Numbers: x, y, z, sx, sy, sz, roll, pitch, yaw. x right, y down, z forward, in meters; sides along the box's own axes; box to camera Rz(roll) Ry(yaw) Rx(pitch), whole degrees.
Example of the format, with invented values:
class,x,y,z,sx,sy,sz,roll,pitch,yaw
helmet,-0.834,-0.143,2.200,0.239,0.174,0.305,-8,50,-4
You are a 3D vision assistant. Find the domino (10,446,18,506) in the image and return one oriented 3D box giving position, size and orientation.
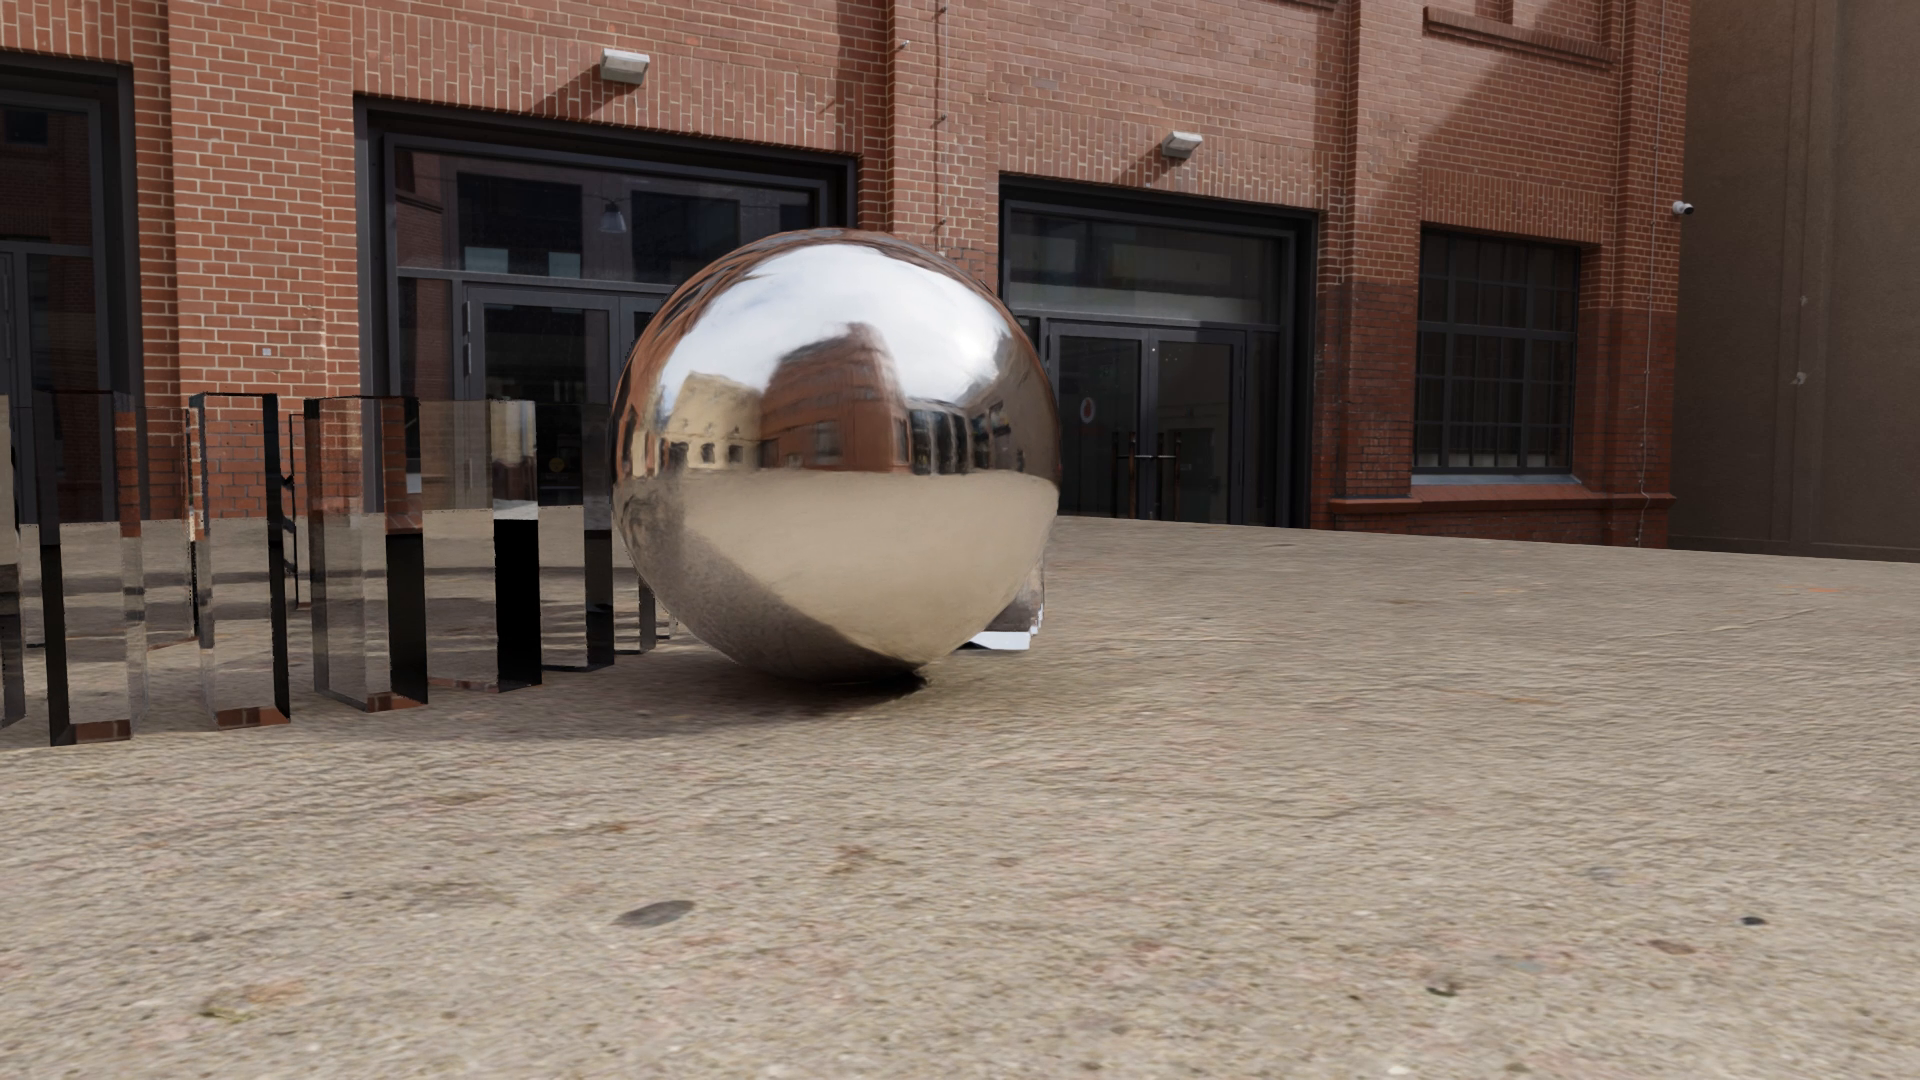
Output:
class,x,y,z,sx,sy,sz,roll,pitch,yaw
domino,-0.264,-0.007,0.370,0.025,0.050,0.010,3,47,36

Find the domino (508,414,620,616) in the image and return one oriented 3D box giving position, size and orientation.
class,x,y,z,sx,sy,sz,roll,pitch,yaw
domino,-0.101,-0.007,0.330,0.009,0.050,0.025,4,6,42

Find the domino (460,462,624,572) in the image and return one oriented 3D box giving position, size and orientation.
class,x,y,z,sx,sy,sz,roll,pitch,yaw
domino,-0.142,-0.008,0.438,0.050,0.010,0.025,35,8,4

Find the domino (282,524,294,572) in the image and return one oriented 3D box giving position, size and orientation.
class,x,y,z,sx,sy,sz,roll,pitch,yaw
domino,-0.229,-0.008,0.412,0.050,0.009,0.025,41,-12,-20

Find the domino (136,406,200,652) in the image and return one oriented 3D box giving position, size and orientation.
class,x,y,z,sx,sy,sz,roll,pitch,yaw
domino,-0.171,-0.003,0.270,0.009,0.050,0.025,1,4,4

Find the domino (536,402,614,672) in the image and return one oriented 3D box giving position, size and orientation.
class,x,y,z,sx,sy,sz,roll,pitch,yaw
domino,-0.080,-0.001,0.245,0.025,0.050,0.009,1,4,16

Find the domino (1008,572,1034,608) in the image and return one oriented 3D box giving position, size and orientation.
class,x,y,z,sx,sy,sz,roll,pitch,yaw
domino,0.006,-0.007,0.339,0.025,0.050,0.009,0,-26,1

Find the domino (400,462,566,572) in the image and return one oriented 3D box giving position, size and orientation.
class,x,y,z,sx,sy,sz,roll,pitch,yaw
domino,-0.161,-0.008,0.435,0.050,0.009,0.025,34,2,-4

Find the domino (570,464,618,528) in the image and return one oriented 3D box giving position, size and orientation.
class,x,y,z,sx,sy,sz,roll,pitch,yaw
domino,-0.105,-0.008,0.433,0.050,0.009,0.025,37,17,18

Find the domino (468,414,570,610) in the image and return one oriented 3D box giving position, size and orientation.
class,x,y,z,sx,sy,sz,roll,pitch,yaw
domino,-0.117,-0.008,0.340,0.009,0.050,0.025,2,5,28

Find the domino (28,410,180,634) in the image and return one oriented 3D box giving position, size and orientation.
class,x,y,z,sx,sy,sz,roll,pitch,yaw
domino,-0.195,-0.004,0.293,0.025,0.050,0.009,-1,4,-14

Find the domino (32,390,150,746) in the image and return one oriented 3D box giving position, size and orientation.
class,x,y,z,sx,sy,sz,roll,pitch,yaw
domino,-0.129,0.003,0.192,0.009,0.050,0.025,-2,5,-27

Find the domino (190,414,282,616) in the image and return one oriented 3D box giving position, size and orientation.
class,x,y,z,sx,sy,sz,roll,pitch,yaw
domino,-0.185,-0.007,0.328,0.025,0.050,0.009,3,5,37

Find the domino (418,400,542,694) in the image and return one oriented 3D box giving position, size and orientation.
class,x,y,z,sx,sy,sz,roll,pitch,yaw
domino,-0.087,0.000,0.228,0.025,0.050,0.009,3,5,30

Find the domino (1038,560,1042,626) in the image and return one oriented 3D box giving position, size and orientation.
class,x,y,z,sx,sy,sz,roll,pitch,yaw
domino,0.007,-0.004,0.306,0.025,0.050,0.009,0,-26,3

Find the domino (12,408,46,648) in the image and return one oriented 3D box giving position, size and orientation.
class,x,y,z,sx,sy,sz,roll,pitch,yaw
domino,-0.187,-0.003,0.277,0.025,0.050,0.009,-3,5,-37

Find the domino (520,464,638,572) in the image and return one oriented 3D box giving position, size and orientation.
class,x,y,z,sx,sy,sz,roll,pitch,yaw
domino,-0.122,-0.008,0.438,0.050,0.009,0.025,36,14,13

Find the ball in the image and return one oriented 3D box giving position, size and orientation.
class,x,y,z,sx,sy,sz,roll,pitch,yaw
ball,-0.022,-0.015,0.228,0.080,0.080,0.080,0,4,0

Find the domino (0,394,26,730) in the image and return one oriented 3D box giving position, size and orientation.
class,x,y,z,sx,sy,sz,roll,pitch,yaw
domino,-0.147,0.004,0.185,0.009,0.050,0.025,-1,4,-17

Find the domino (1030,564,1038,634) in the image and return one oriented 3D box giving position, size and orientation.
class,x,y,z,sx,sy,sz,roll,pitch,yaw
domino,0.005,-0.004,0.295,0.025,0.050,0.010,0,-26,3

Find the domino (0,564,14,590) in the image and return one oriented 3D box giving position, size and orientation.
class,x,y,z,sx,sy,sz,roll,pitch,yaw
domino,-0.278,-0.007,0.341,0.025,0.050,0.009,2,34,25

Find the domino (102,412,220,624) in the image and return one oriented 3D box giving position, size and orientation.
class,x,y,z,sx,sy,sz,roll,pitch,yaw
domino,-0.194,-0.006,0.312,0.025,0.050,0.010,2,5,21

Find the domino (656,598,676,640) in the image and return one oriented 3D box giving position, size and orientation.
class,x,y,z,sx,sy,sz,roll,pitch,yaw
domino,-0.076,-0.004,0.282,0.025,0.050,0.010,0,4,-4

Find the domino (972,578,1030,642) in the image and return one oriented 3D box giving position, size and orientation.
class,x,y,z,sx,sy,sz,roll,pitch,yaw
domino,0.003,-0.003,0.284,0.025,0.050,0.009,0,-26,3

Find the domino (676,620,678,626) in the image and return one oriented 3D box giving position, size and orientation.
class,x,y,z,sx,sy,sz,roll,pitch,yaw
domino,-0.080,-0.005,0.300,0.025,0.050,0.009,-2,5,-21

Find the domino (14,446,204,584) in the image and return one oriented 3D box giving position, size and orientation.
class,x,y,z,sx,sy,sz,roll,pitch,yaw
domino,-0.255,-0.007,0.385,0.025,0.009,0.050,4,-39,44

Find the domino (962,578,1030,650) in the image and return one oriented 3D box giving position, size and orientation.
class,x,y,z,sx,sy,sz,roll,pitch,yaw
domino,0.002,-0.002,0.273,0.025,0.050,0.009,0,-26,3

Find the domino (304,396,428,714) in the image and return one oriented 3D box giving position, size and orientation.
class,x,y,z,sx,sy,sz,roll,pitch,yaw
domino,-0.099,0.002,0.213,0.009,0.050,0.025,-4,6,-44

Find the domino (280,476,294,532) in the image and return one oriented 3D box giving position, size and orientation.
class,x,y,z,sx,sy,sz,roll,pitch,yaw
domino,-0.214,-0.008,0.419,0.050,0.010,0.025,38,-8,-18

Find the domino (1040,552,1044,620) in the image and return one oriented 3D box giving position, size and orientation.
class,x,y,z,sx,sy,sz,roll,pitch,yaw
domino,0.008,-0.005,0.317,0.025,0.050,0.009,0,-26,1

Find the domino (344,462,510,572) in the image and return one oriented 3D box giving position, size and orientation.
class,x,y,z,sx,sy,sz,roll,pitch,yaw
domino,-0.179,-0.008,0.432,0.050,0.009,0.025,35,0,-8

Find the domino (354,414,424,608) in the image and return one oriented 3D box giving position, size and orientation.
class,x,y,z,sx,sy,sz,roll,pitch,yaw
domino,-0.153,-0.008,0.345,0.009,0.050,0.025,-1,4,-9

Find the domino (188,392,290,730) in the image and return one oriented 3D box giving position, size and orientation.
class,x,y,z,sx,sy,sz,roll,pitch,yaw
domino,-0.113,0.002,0.201,0.010,0.050,0.025,-3,5,-35

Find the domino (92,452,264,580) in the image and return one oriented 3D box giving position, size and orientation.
class,x,y,z,sx,sy,sz,roll,pitch,yaw
domino,-0.244,-0.008,0.400,0.050,0.010,0.025,45,-20,-27

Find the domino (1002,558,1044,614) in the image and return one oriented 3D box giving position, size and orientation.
class,x,y,z,sx,sy,sz,roll,pitch,yaw
domino,0.008,-0.006,0.328,0.025,0.050,0.009,0,-26,1

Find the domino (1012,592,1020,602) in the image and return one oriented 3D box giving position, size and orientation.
class,x,y,z,sx,sy,sz,roll,pitch,yaw
domino,0.009,-0.008,0.355,0.025,0.050,0.009,11,-36,5

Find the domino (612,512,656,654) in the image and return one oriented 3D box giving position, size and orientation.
class,x,y,z,sx,sy,sz,roll,pitch,yaw
domino,-0.076,-0.002,0.263,0.025,0.050,0.009,0,4,6

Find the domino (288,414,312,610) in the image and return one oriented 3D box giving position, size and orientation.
class,x,y,z,sx,sy,sz,roll,pitch,yaw
domino,-0.171,-0.008,0.340,0.009,0.050,0.025,-2,5,-25

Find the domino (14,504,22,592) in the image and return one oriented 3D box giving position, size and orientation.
class,x,y,z,sx,sy,sz,roll,pitch,yaw
domino,-0.272,-0.007,0.356,0.025,0.050,0.009,3,41,32

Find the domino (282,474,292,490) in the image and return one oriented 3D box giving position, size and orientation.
class,x,y,z,sx,sy,sz,roll,pitch,yaw
domino,-0.196,-0.008,0.427,0.050,0.009,0.025,36,-3,-12

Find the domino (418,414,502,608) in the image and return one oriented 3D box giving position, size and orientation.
class,x,y,z,sx,sy,sz,roll,pitch,yaw
domino,-0.134,-0.008,0.346,0.009,0.050,0.025,0,4,5

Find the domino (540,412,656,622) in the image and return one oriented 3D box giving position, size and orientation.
class,x,y,z,sx,sy,sz,roll,pitch,yaw
domino,-0.089,-0.006,0.316,0.025,0.050,0.009,-3,5,-37
